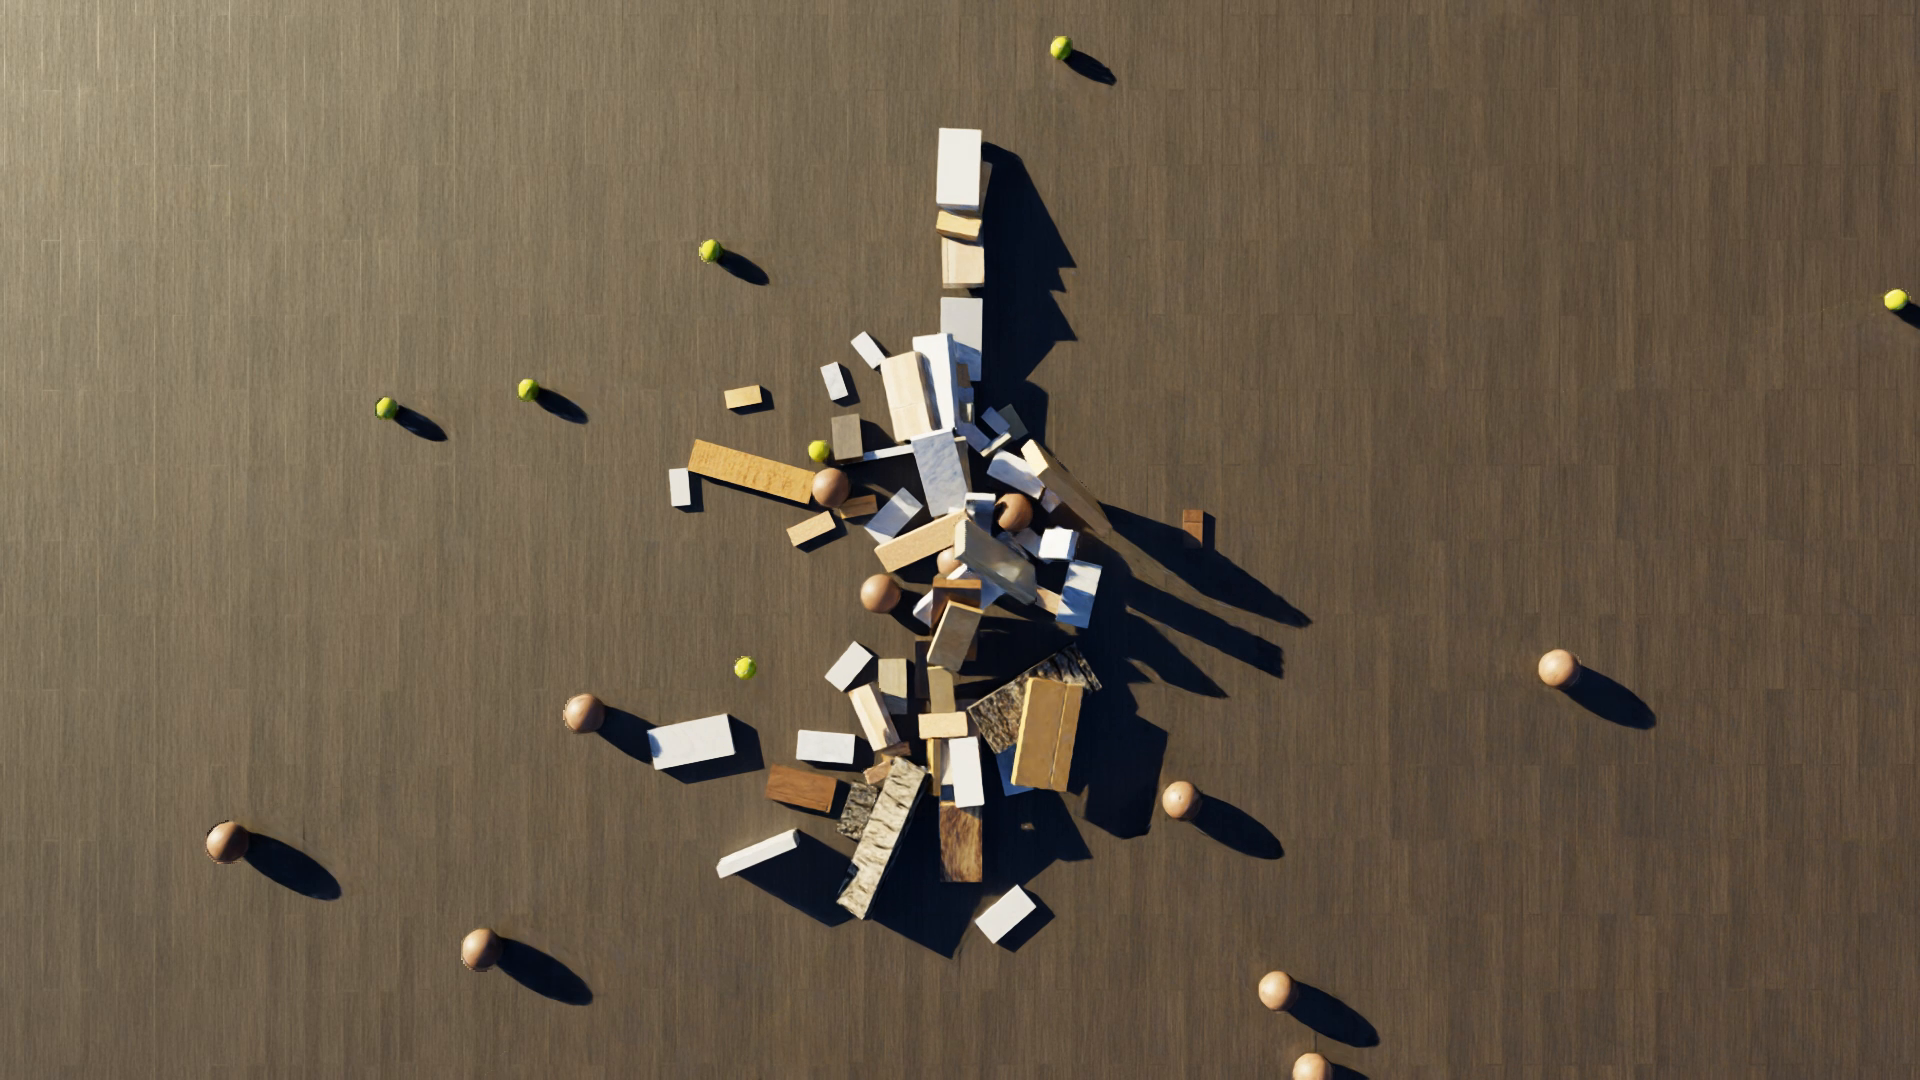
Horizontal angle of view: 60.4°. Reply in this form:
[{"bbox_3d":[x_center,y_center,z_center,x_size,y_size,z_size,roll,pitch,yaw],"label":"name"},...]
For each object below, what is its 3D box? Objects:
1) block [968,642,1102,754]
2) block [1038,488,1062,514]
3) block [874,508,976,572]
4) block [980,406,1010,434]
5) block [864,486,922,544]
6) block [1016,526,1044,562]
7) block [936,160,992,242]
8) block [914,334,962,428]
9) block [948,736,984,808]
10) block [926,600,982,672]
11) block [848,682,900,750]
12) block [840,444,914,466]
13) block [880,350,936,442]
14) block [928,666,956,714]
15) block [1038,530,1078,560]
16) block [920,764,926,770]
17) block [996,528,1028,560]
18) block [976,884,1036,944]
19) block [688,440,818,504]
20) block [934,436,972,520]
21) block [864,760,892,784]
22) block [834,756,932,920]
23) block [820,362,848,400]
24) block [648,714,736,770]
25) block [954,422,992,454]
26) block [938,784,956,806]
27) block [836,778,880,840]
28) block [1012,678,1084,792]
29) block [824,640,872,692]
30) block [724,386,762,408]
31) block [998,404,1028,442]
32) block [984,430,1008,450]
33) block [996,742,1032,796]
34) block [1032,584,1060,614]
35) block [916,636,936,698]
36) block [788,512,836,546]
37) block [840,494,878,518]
[{"bbox_3d":[0.246,0.521,5.443,0.416,0.050,0.175,-32,92,-8],"label":"block"},{"bbox_3d":[0.319,-0.155,5.491,0.126,0.018,0.063,-45,90,0],"label":"block"},{"bbox_3d":[-0.110,0.001,5.408,0.349,0.026,0.092,-24,109,22],"label":"block"},{"bbox_3d":[0.119,-0.394,5.483,0.095,0.013,0.047,44,108,5],"label":"block"},{"bbox_3d":[-0.221,-0.077,5.487,0.094,0.027,0.187,44,90,0],"label":"block"},{"bbox_3d":[0.244,0.011,5.466,0.123,0.017,0.062,39,90,25],"label":"block"},{"bbox_3d":[0.014,-1.128,5.442,0.137,0.039,0.274,12,74,0],"label":"block"},{"bbox_3d":[-0.076,-0.520,5.435,0.137,0.039,0.305,-2,94,35],"label":"block"},{"bbox_3d":[0.021,0.760,5.396,0.092,0.026,0.221,-6,77,-1],"label":"block"},{"bbox_3d":[-0.018,0.311,5.346,0.111,0.031,0.222,16,113,-12],"label":"block"},{"bbox_3d":[-0.284,0.583,5.453,0.107,0.030,0.213,-24,90,42],"label":"block"},{"bbox_3d":[-0.231,-0.290,5.452,0.332,0.094,0.027,-10,94,0],"label":"block"},{"bbox_3d":[-0.171,-0.474,5.449,0.137,0.039,0.274,-12,90,30],"label":"block"},{"bbox_3d":[-0.060,0.492,5.422,0.078,0.022,0.156,-5,104,3],"label":"block"},{"bbox_3d":[0.317,0.014,5.309,0.026,0.184,0.092,15,85,-25],"label":"block"},{"bbox_3d":[-0.147,0.796,5.491,0.095,0.014,0.048,-37,97,0],"label":"block"},{"bbox_3d":[0.172,0.027,5.471,0.017,0.062,0.123,-36,90,-42],"label":"block"},{"bbox_3d":[0.152,1.244,5.487,0.187,0.027,0.094,-41,90,0],"label":"block"},{"bbox_3d":[-0.690,-0.227,5.485,0.417,0.030,0.107,16,90,0],"label":"block"},{"bbox_3d":[-0.033,-0.198,5.430,0.137,0.039,0.274,-7,112,0],"label":"block"},{"bbox_3d":[-0.268,0.772,5.478,0.095,0.014,0.048,-21,90,-19],"label":"block"},{"bbox_3d":[-0.254,0.983,5.439,0.134,0.038,0.524,24,92,36],"label":"block"},{"bbox_3d":[-0.418,-0.528,5.492,0.058,0.016,0.116,-19,90,0],"label":"block"},{"bbox_3d":[-0.891,0.670,5.481,0.267,0.038,0.134,-11,90,0],"label":"block"},{"bbox_3d":[0.043,-0.347,5.470,0.113,0.016,0.057,42,102,-16],"label":"block"},{"bbox_3d":[-0.001,0.847,5.480,0.138,0.039,0.276,0,90,0],"label":"block"},{"bbox_3d":[-0.339,0.896,5.487,0.094,0.027,0.187,20,90,0],"label":"block"},{"bbox_3d":[0.286,0.637,5.397,0.175,0.050,0.350,9,91,-11],"label":"block"},{"bbox_3d":[-0.370,0.420,5.489,0.078,0.022,0.156,40,90,0],"label":"block"},{"bbox_3d":[-0.721,-0.476,5.492,0.116,0.016,0.058,-11,90,0],"label":"block"},{"bbox_3d":[0.175,-0.391,5.492,0.057,0.016,0.113,-32,90,0],"label":"block"},{"bbox_3d":[0.123,-0.327,5.476,0.095,0.047,0.013,-35,79,0],"label":"block"},{"bbox_3d":[0.174,0.751,5.487,0.092,0.026,0.185,-14,90,0],"label":"block"},{"bbox_3d":[0.228,0.169,5.491,0.359,0.018,0.063,26,90,0],"label":"block"},{"bbox_3d":[-0.090,0.420,5.435,0.111,0.031,0.222,1,117,0],"label":"block"},{"bbox_3d":[-0.495,-0.039,5.491,0.152,0.017,0.061,-25,90,0],"label":"block"},{"bbox_3d":[-0.337,-0.112,5.491,0.121,0.017,0.061,-10,90,0],"label":"block"}]
